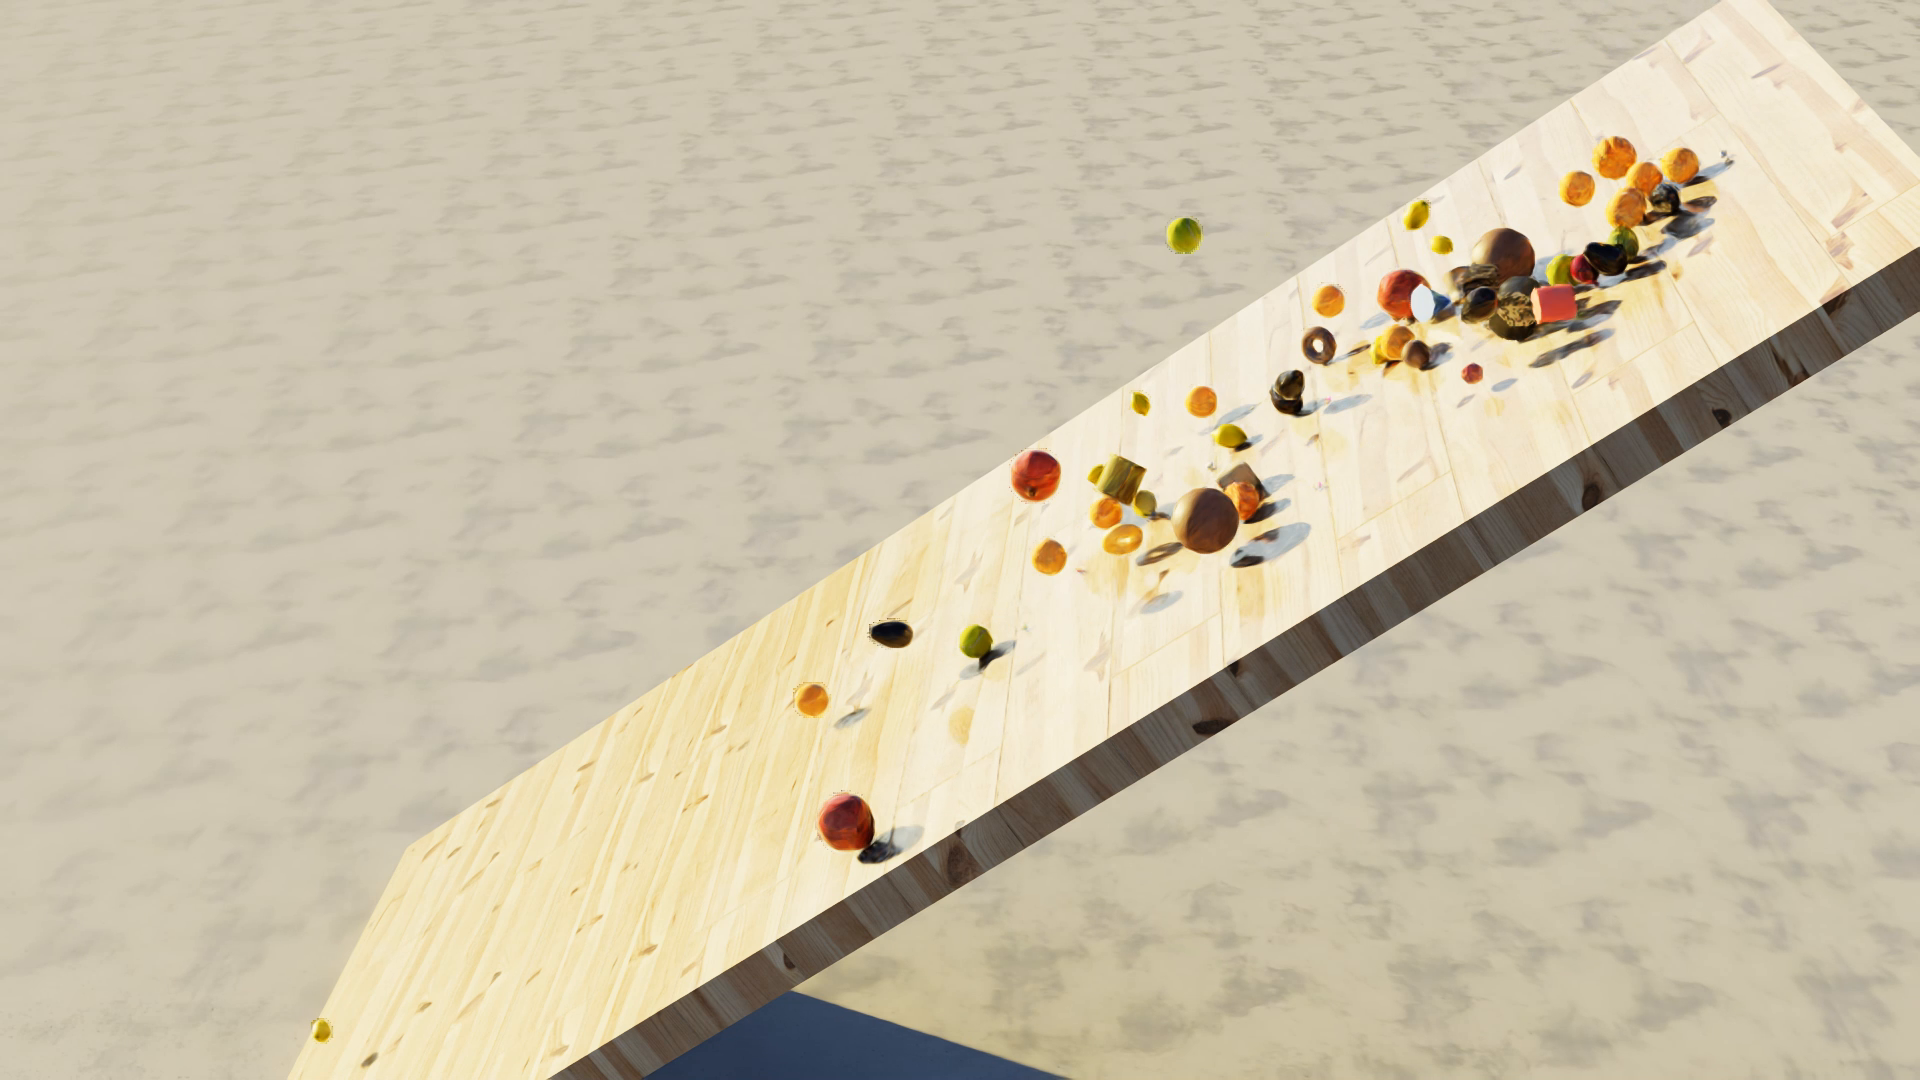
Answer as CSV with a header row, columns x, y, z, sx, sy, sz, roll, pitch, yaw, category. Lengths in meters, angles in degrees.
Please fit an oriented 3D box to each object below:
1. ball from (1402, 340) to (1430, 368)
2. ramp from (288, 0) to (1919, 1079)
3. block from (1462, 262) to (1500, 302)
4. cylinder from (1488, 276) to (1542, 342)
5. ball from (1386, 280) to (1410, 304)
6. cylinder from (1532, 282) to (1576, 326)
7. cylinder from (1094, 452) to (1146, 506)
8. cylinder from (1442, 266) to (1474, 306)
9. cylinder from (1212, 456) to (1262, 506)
x,y,z,sx,sy,sz,roll,pitch,yaw,category
0.915,-0.373,5.902,0.058,0.058,0.058,0,21,0,ball
0.135,0.174,6.307,4.000,0.100,2.000,-33,16,15,ramp
1.038,-0.513,5.859,0.053,0.053,0.053,10,42,32,block
1.078,-0.449,5.695,0.094,0.094,0.094,8,35,19,cylinder
0.940,-0.533,6.325,0.052,0.052,0.052,0,21,0,ball
1.127,-0.449,5.581,0.068,0.068,0.068,-17,19,11,cylinder
0.337,-0.126,6.180,0.085,0.085,0.085,25,-1,1,cylinder
1.026,-0.520,6.008,0.062,0.062,0.062,-18,-15,-5,cylinder
0.557,-0.119,5.914,0.072,0.072,0.072,-36,24,3,cylinder
